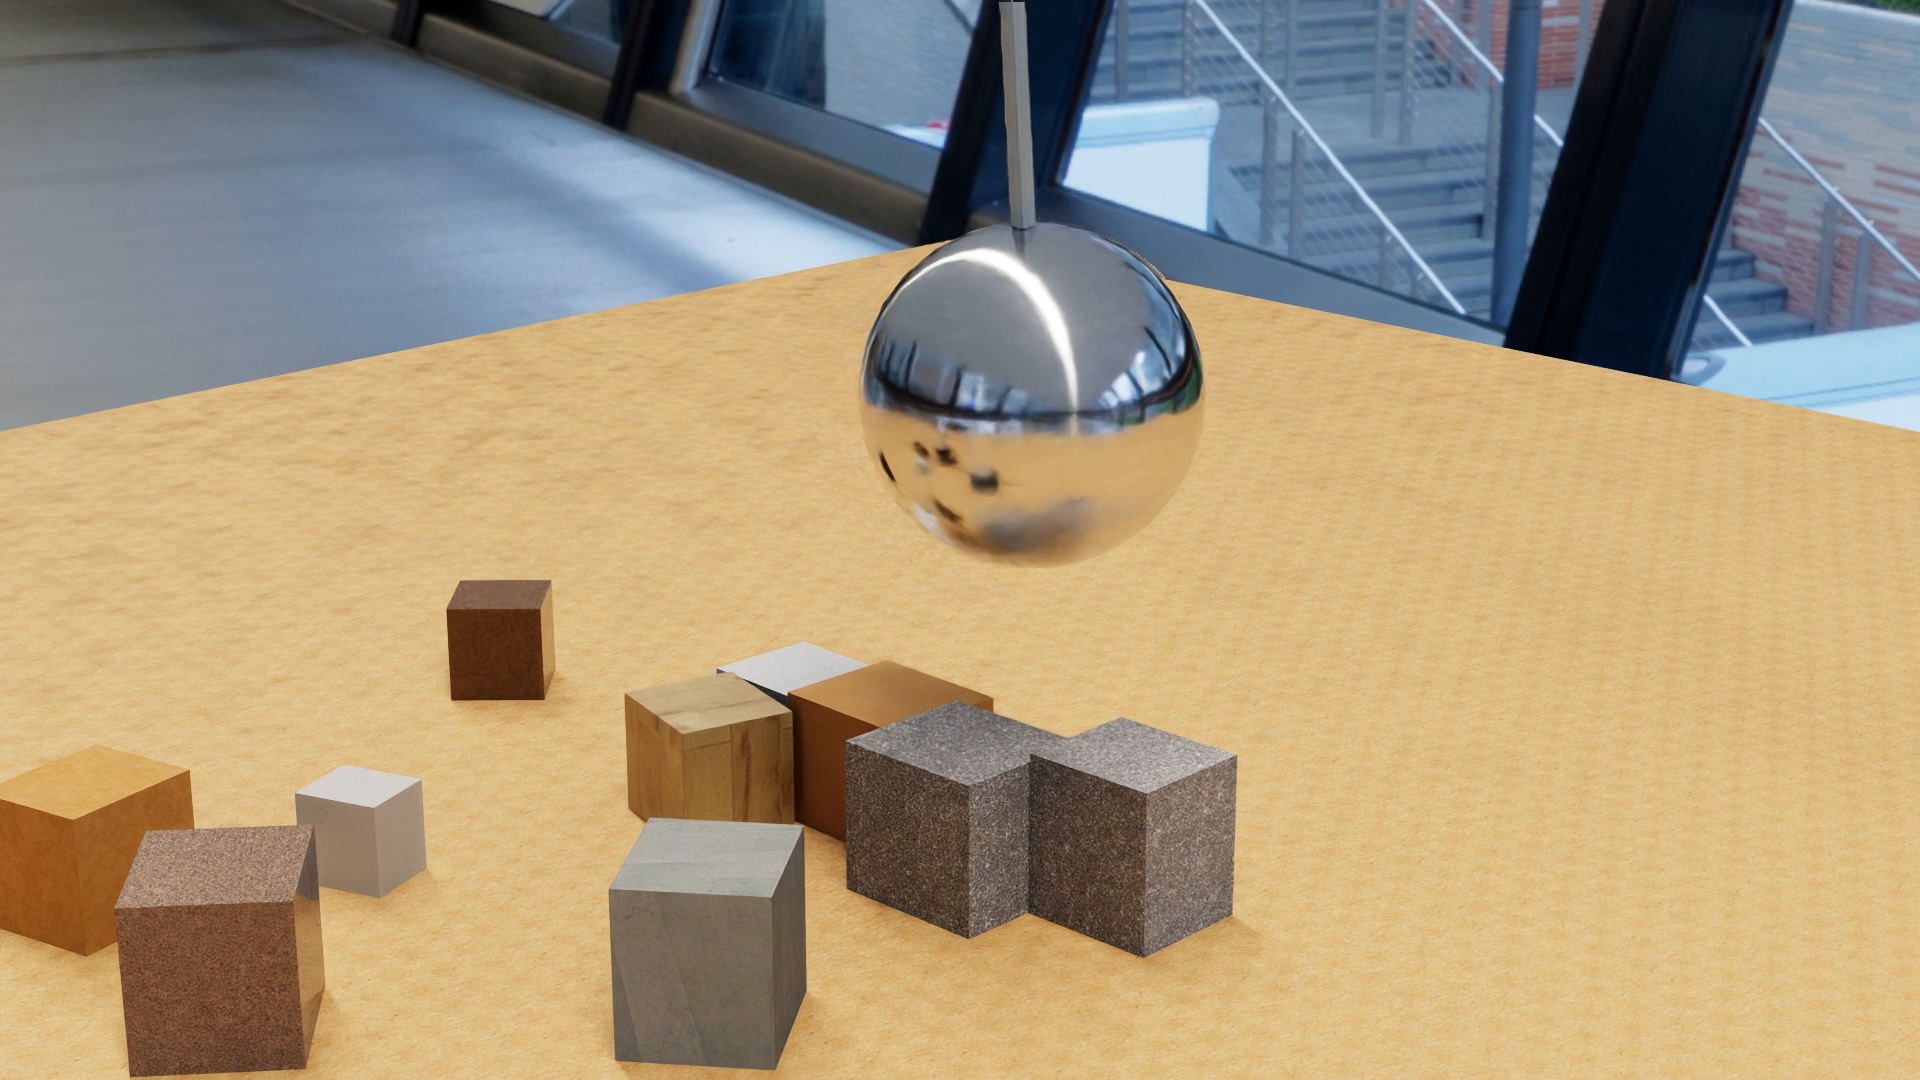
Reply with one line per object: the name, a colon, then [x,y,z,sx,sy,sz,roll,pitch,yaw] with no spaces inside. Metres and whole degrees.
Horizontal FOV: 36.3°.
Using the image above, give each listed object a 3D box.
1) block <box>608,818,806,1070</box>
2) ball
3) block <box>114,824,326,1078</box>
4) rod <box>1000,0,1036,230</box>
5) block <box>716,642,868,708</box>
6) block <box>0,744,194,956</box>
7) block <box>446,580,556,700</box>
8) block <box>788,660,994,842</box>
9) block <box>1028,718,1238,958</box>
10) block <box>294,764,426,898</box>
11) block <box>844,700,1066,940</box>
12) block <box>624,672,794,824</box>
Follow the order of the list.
block: [-1.011,1.630,11.910,0.650,0.749,0.722,2,18,7]
ball: [0.328,-0.666,13.477,1.600,1.600,1.600,0,17,0]
block: [-2.979,1.651,11.874,0.683,0.729,0.767,-2,18,-6]
rod: [0.142,-3.844,12.283,0.080,5.200,0.080,17,28,42]
block: [-0.775,0.916,14.460,0.569,0.583,0.625,-16,23,-41]
block: [-3.839,1.360,12.958,0.589,0.636,0.671,10,20,30]
block: [-2.465,0.536,15.781,0.497,0.515,0.490,0,17,-1]
block: [-0.330,1.042,13.946,0.645,0.650,0.736,-16,24,-42]
block: [0.759,1.300,12.935,0.668,0.763,0.615,16,23,41]
block: [-2.733,1.327,13.387,0.430,0.441,0.373,8,19,23]
block: [0.011,1.243,13.189,0.769,0.721,0.715,16,24,42]
block: [-1.197,1.053,13.995,0.571,0.599,0.640,-10,20,-29]
